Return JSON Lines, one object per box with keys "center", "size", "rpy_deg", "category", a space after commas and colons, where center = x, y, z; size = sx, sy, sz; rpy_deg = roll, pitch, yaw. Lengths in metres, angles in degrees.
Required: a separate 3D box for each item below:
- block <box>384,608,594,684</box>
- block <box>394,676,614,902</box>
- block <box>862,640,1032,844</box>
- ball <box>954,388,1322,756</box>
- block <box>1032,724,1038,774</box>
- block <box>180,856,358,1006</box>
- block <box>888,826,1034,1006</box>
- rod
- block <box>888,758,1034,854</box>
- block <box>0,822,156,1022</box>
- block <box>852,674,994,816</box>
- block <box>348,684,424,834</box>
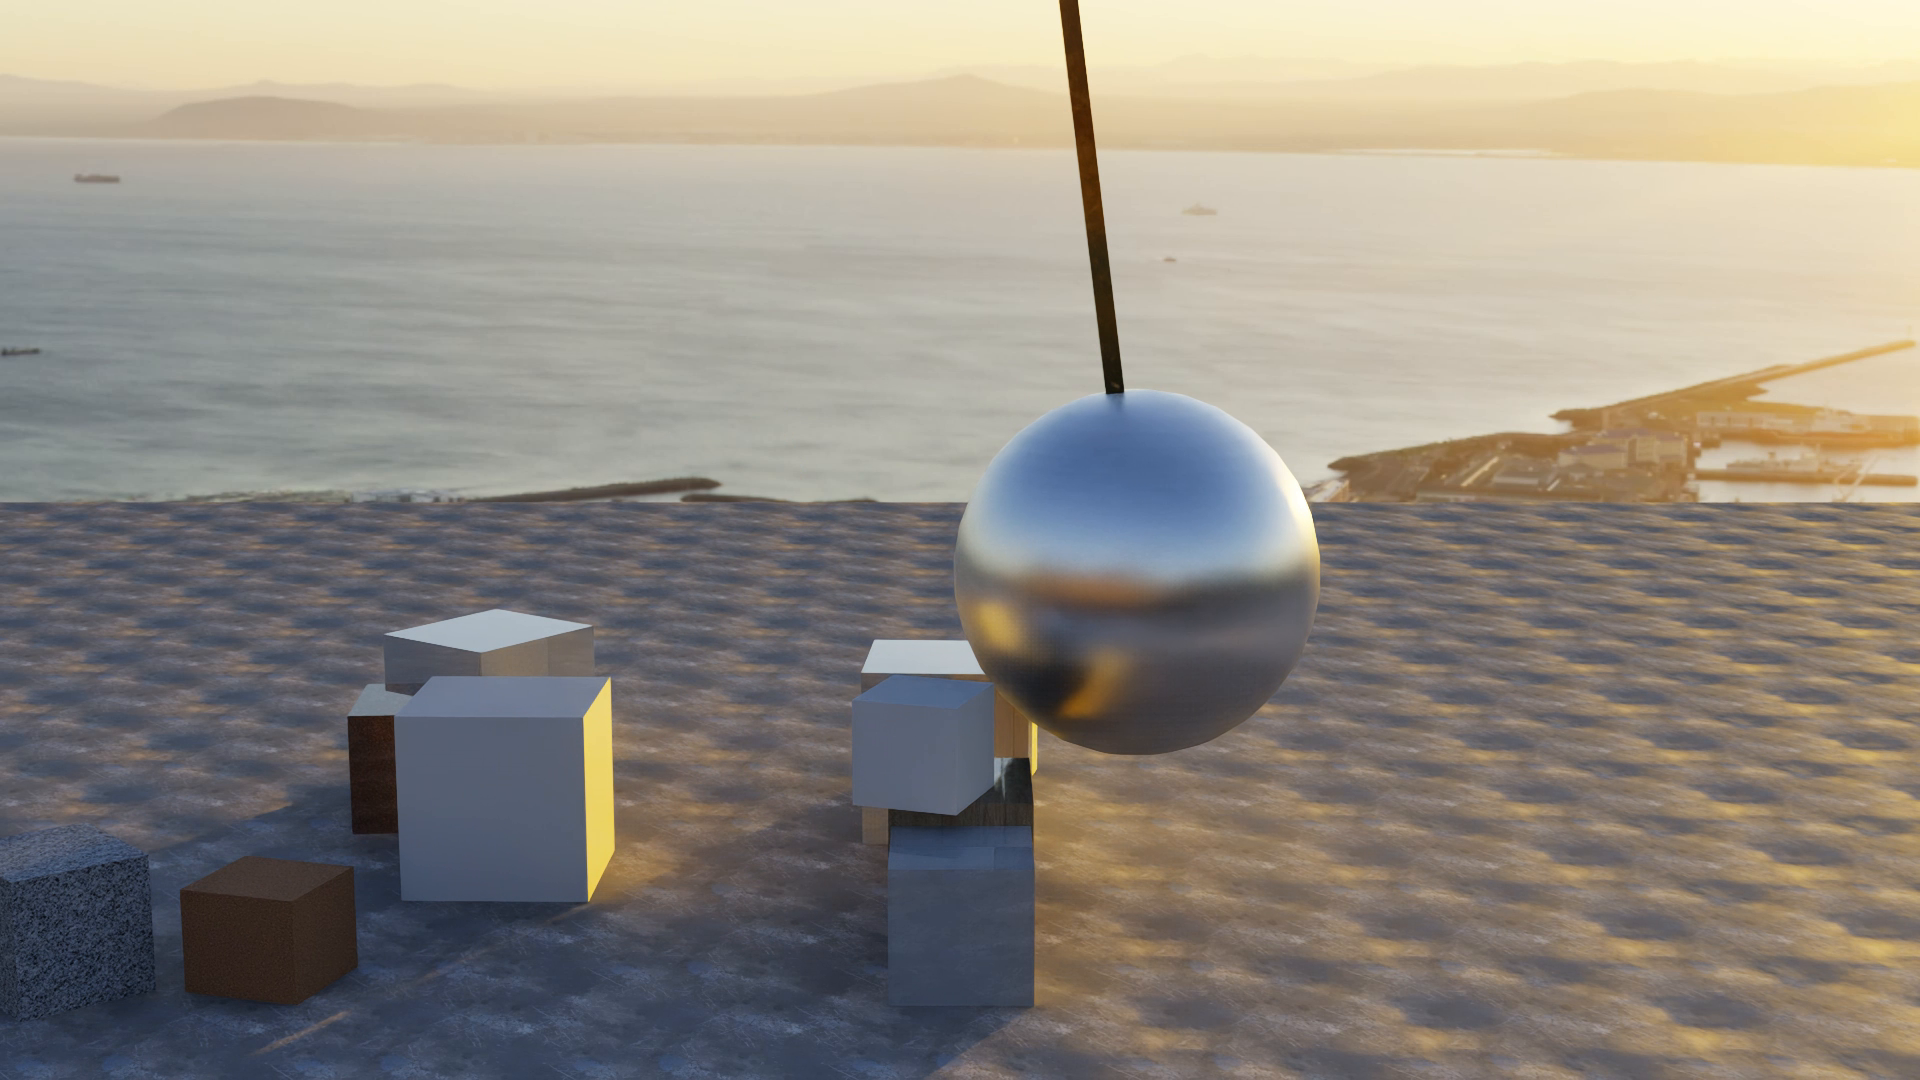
{"center": [-2.396, 0.810, 13.115], "size": [0.710, 0.715, 0.776], "rpy_deg": [8, 13, 36], "category": "block"}
{"center": [-1.992, 1.085, 11.318], "size": [0.807, 0.815, 0.744], "rpy_deg": [0, 10, 1], "category": "block"}
{"center": [-0.051, 0.946, 12.095], "size": [0.764, 0.811, 0.694], "rpy_deg": [1, 10, 3], "category": "block"}
{"center": [0.770, 0.140, 11.206], "size": [1.600, 1.600, 1.600], "rpy_deg": [0, 10, 0], "category": "ball"}
{"center": [0.003, 0.946, 12.849], "size": [0.657, 0.541, 0.618], "rpy_deg": [2, 11, 13], "category": "block"}
{"center": [-2.699, 1.521, 10.041], "size": [0.489, 0.414, 0.455], "rpy_deg": [3, 11, 17], "category": "block"}
{"center": [0.005, 1.460, 10.024], "size": [0.557, 0.540, 0.571], "rpy_deg": [0, 10, 0], "category": "block"}
{"center": [0.334, -3.177, 10.603], "size": [0.080, 5.200, 0.080], "rpy_deg": [-7, 10, 1], "category": "rod"}
{"center": [0.003, 1.301, 10.652], "size": [0.582, 0.630, 0.701], "rpy_deg": [0, 10, 0], "category": "block"}
{"center": [-3.514, 1.470, 9.955], "size": [0.533, 0.547, 0.587], "rpy_deg": [-9, 14, -40], "category": "block"}
{"center": [-0.144, 0.819, 10.336], "size": [0.440, 0.431, 0.463], "rpy_deg": [4, 11, 19], "category": "block"}
{"center": [-2.543, 1.035, 12.283], "size": [0.650, 0.569, 0.636], "rpy_deg": [-1, 10, -5], "category": "block"}
